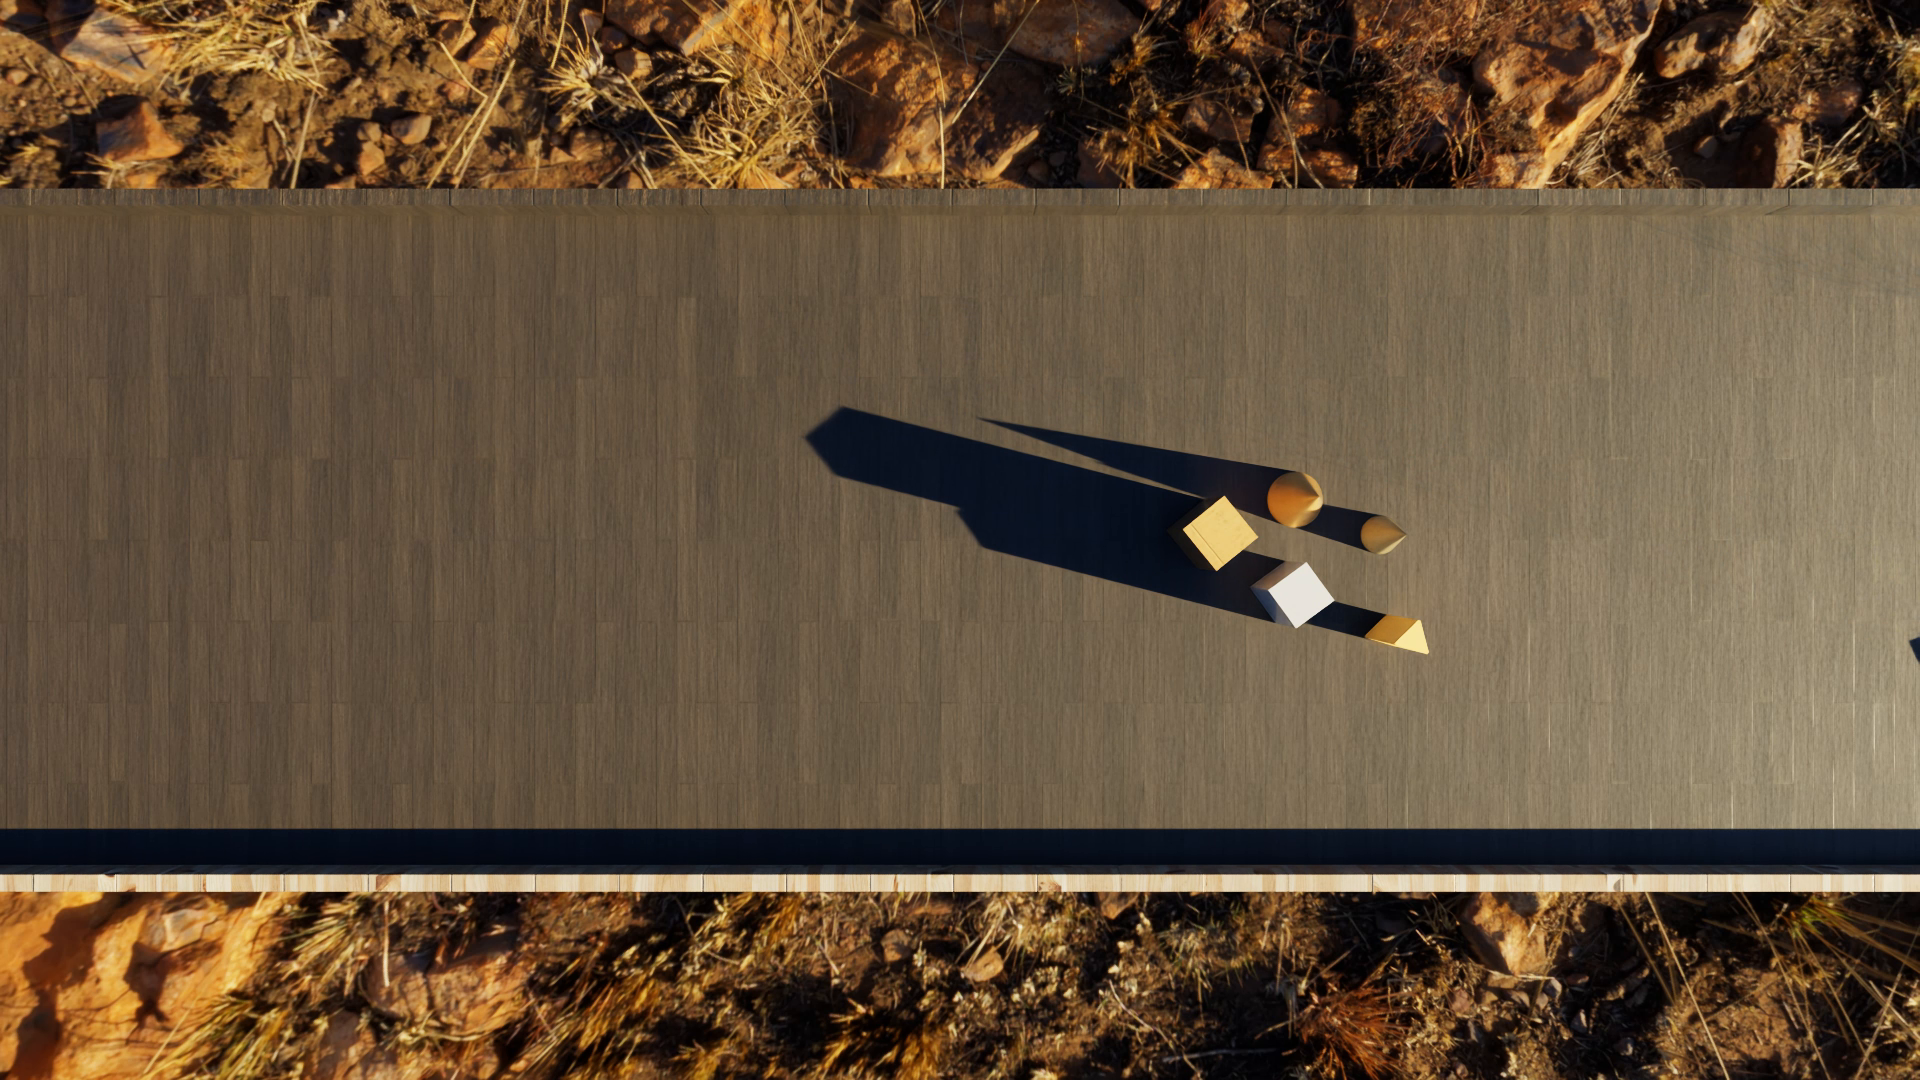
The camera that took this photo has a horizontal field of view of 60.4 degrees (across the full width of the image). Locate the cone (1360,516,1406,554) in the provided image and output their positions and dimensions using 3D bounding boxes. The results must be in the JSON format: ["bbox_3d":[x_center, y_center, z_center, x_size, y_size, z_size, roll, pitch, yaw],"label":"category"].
[{"bbox_3d":[1.293,-0.016,4.921,0.120,0.310,0.120,0,90,0],"label":"cone"}]

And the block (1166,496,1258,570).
[{"bbox_3d":[0.741,-0.019,4.885,0.152,0.384,0.152,-39,90,0],"label":"block"}]

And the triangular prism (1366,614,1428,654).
[{"bbox_3d":[1.304,0.270,4.898,0.098,0.356,0.085,16,90,0],"label":"triangular prism"}]

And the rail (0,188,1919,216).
[{"bbox_3d":[-2.247,-1.025,5.002,12.000,0.150,0.050,0,90,0],"label":"rail"}]

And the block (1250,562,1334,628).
[{"bbox_3d":[0.986,0.160,4.921,0.137,0.311,0.137,-36,90,0],"label":"block"}]

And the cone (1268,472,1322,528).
[{"bbox_3d":[1.031,-0.124,4.906,0.172,0.341,0.172,0,90,0],"label":"cone"}]

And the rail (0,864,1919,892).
[{"bbox_3d":[-2.247,1.025,5.001,12.000,0.150,0.050,0,90,0],"label":"rail"}]
